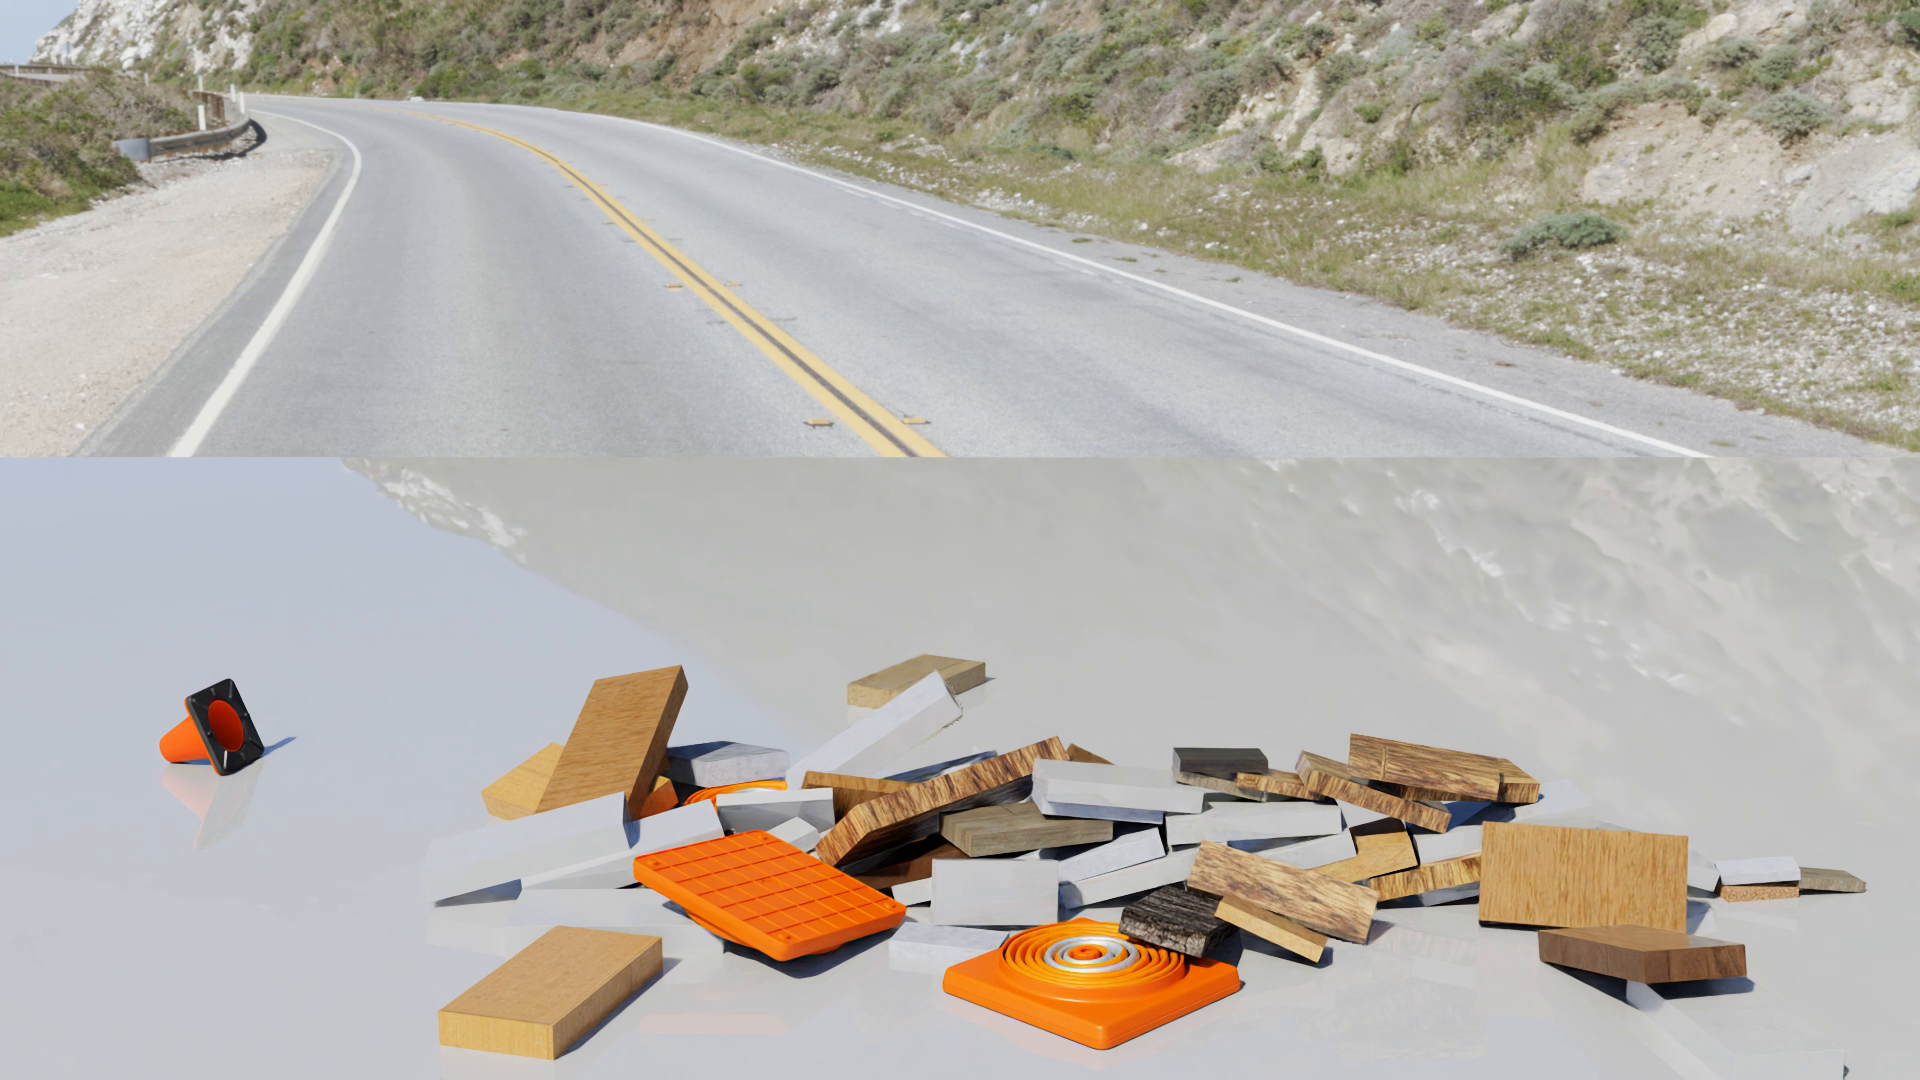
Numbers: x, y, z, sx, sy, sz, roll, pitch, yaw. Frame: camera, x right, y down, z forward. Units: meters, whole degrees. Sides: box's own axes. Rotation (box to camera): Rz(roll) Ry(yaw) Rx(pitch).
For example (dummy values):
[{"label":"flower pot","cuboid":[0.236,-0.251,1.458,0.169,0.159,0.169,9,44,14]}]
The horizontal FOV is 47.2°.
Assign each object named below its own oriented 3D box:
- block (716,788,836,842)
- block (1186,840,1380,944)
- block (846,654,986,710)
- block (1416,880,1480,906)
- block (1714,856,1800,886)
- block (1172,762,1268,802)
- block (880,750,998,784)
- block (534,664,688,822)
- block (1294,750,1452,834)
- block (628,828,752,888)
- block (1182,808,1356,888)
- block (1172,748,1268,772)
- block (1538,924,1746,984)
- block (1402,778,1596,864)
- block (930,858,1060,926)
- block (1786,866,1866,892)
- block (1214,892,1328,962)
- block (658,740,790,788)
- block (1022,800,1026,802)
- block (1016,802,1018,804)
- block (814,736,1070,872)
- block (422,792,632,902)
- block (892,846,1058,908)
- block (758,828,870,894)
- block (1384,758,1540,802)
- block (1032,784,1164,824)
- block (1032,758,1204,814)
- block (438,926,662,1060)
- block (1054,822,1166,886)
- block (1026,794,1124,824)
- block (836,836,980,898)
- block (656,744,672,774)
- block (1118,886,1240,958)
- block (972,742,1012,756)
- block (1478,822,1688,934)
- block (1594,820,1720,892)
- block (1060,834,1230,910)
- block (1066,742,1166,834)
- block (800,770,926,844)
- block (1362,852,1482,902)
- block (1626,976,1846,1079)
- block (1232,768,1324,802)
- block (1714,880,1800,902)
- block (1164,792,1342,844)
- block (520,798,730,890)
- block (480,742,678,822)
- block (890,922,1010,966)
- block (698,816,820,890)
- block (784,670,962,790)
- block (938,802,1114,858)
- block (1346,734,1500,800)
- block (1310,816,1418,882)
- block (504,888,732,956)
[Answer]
[{"label":"block","cuboid":[-0.317,0.479,3.799,0.199,0.099,0.028,-3,37,-2]},{"label":"block","cuboid":[0.511,0.557,3.488,0.290,0.085,0.024,15,-30,17]},{"label":"block","cuboid":[-0.096,0.324,4.974,0.166,0.047,0.331,6,12,30]},{"label":"block","cuboid":[0.880,0.546,3.664,0.253,0.036,0.126,-12,11,1]},{"label":"block","cuboid":[1.331,0.552,3.671,0.126,0.018,0.063,-6,13,11]},{"label":"block","cuboid":[0.432,0.399,3.656,0.154,0.021,0.073,14,10,-3]},{"label":"block","cuboid":[-0.058,0.439,4.031,0.241,0.034,0.121,-17,0,25]},{"label":"block","cuboid":[-0.637,0.391,4.031,0.176,0.050,0.509,-10,25,10]},{"label":"block","cuboid":[0.679,0.414,3.626,0.239,0.034,0.120,18,10,-4]},{"label":"block","cuboid":[-0.456,0.544,3.679,0.199,0.028,0.099,-21,14,-16]},{"label":"block","cuboid":[0.506,0.519,3.639,0.282,0.040,0.141,-16,9,6]},{"label":"block","cuboid":[0.430,0.364,3.640,0.146,0.021,0.073,1,10,-4]},{"label":"block","cuboid":[0.998,0.607,3.236,0.157,0.044,0.314,-1,-4,-13]},{"label":"block","cuboid":[0.888,0.465,3.644,0.289,0.041,0.144,-12,11,3]},{"label":"block","cuboid":[0.056,0.559,3.495,0.203,0.101,0.029,3,-3,-17]},{"label":"block","cuboid":[1.444,0.568,3.687,0.126,0.018,0.063,6,9,-14]},{"label":"block","cuboid":[0.480,0.595,3.384,0.169,0.024,0.085,23,6,13]},{"label":"block","cuboid":[-0.470,0.430,4.238,0.166,0.047,0.331,-6,1,-28]},{"label":"block","cuboid":[0.133,0.478,4.066,0.061,0.017,0.122,-4,37,-48]},{"label":"block","cuboid":[0.074,0.503,3.903,0.024,0.085,0.170,3,11,14]},{"label":"block","cuboid":[-0.026,0.440,3.687,0.429,0.047,0.167,-15,-21,-37]},{"label":"block","cuboid":[-0.722,0.512,3.682,0.336,0.048,0.168,-14,13,-4]},{"label":"block","cuboid":[0.026,0.542,3.629,0.256,0.036,0.128,-15,7,15]},{"label":"block","cuboid":[-0.219,0.528,3.731,0.237,0.034,0.118,-21,13,-29]},{"label":"block","cuboid":[0.823,0.396,3.646,0.239,0.034,0.120,3,14,-15]},{"label":"block","cuboid":[0.228,0.434,3.640,0.202,0.029,0.101,6,8,-9]},{"label":"block","cuboid":[0.259,0.406,3.631,0.259,0.037,0.130,6,8,-10]},{"label":"block","cuboid":[-0.588,0.652,3.196,0.176,0.050,0.353,3,11,17]},{"label":"block","cuboid":[0.209,0.523,3.648,0.256,0.036,0.128,-17,9,4]},{"label":"block","cuboid":[0.254,0.494,3.933,0.259,0.037,0.130,6,20,-6]},{"label":"block","cuboid":[-0.077,0.533,3.649,0.237,0.034,0.118,-16,6,17]},{"label":"block","cuboid":[-0.657,0.417,4.288,0.166,0.047,0.331,-27,14,-5]},{"label":"block","cuboid":[0.343,0.584,3.383,0.130,0.037,0.289,14,3,18]},{"label":"block","cuboid":[0.078,0.435,4.454,0.061,0.017,0.122,-4,11,-21]},{"label":"block","cuboid":[0.989,0.540,3.497,0.314,0.157,0.044,3,-12,14]},{"label":"block","cuboid":[1.123,0.517,3.672,0.253,0.036,0.126,16,10,-7]},{"label":"block","cuboid":[0.308,0.536,3.641,0.282,0.040,0.141,-15,9,7]},{"label":"block","cuboid":[0.335,0.464,3.802,0.335,0.047,0.167,26,7,-5]},{"label":"block","cuboid":[-0.166,0.473,3.855,0.237,0.118,0.034,8,34,-15]},{"label":"block","cuboid":[0.810,0.526,3.639,0.289,0.041,0.144,-12,11,2]},{"label":"block","cuboid":[1.080,0.676,3.082,0.157,0.044,0.314,-2,11,-9]},{"label":"block","cuboid":[0.526,0.400,3.638,0.146,0.021,0.073,11,10,-2]},{"label":"block","cuboid":[1.324,0.581,3.667,0.126,0.018,0.063,-2,11,-10]},{"label":"block","cuboid":[0.478,0.454,3.636,0.282,0.040,0.141,-4,10,2]},{"label":"block","cuboid":[-0.564,0.526,3.675,0.336,0.048,0.168,-16,13,-10]},{"label":"block","cuboid":[-0.698,0.470,4.022,0.353,0.050,0.176,10,34,42]},{"label":"block","cuboid":[-0.016,0.626,3.410,0.170,0.024,0.085,3,11,15]},{"label":"block","cuboid":[-0.341,0.532,3.706,0.199,0.028,0.099,-25,15,-19]},{"label":"block","cuboid":[-0.158,0.366,3.952,0.335,0.047,0.167,-34,13,0]},{"label":"block","cuboid":[0.108,0.470,3.612,0.256,0.036,0.128,-3,12,-24]},{"label":"block","cuboid":[0.753,0.368,3.582,0.239,0.034,0.120,9,14,9]},{"label":"block","cuboid":[0.601,0.533,3.641,0.289,0.041,0.144,-16,9,7]},{"label":"block","cuboid":[-0.536,0.602,3.474,0.336,0.048,0.168,0,11,-1]}]
